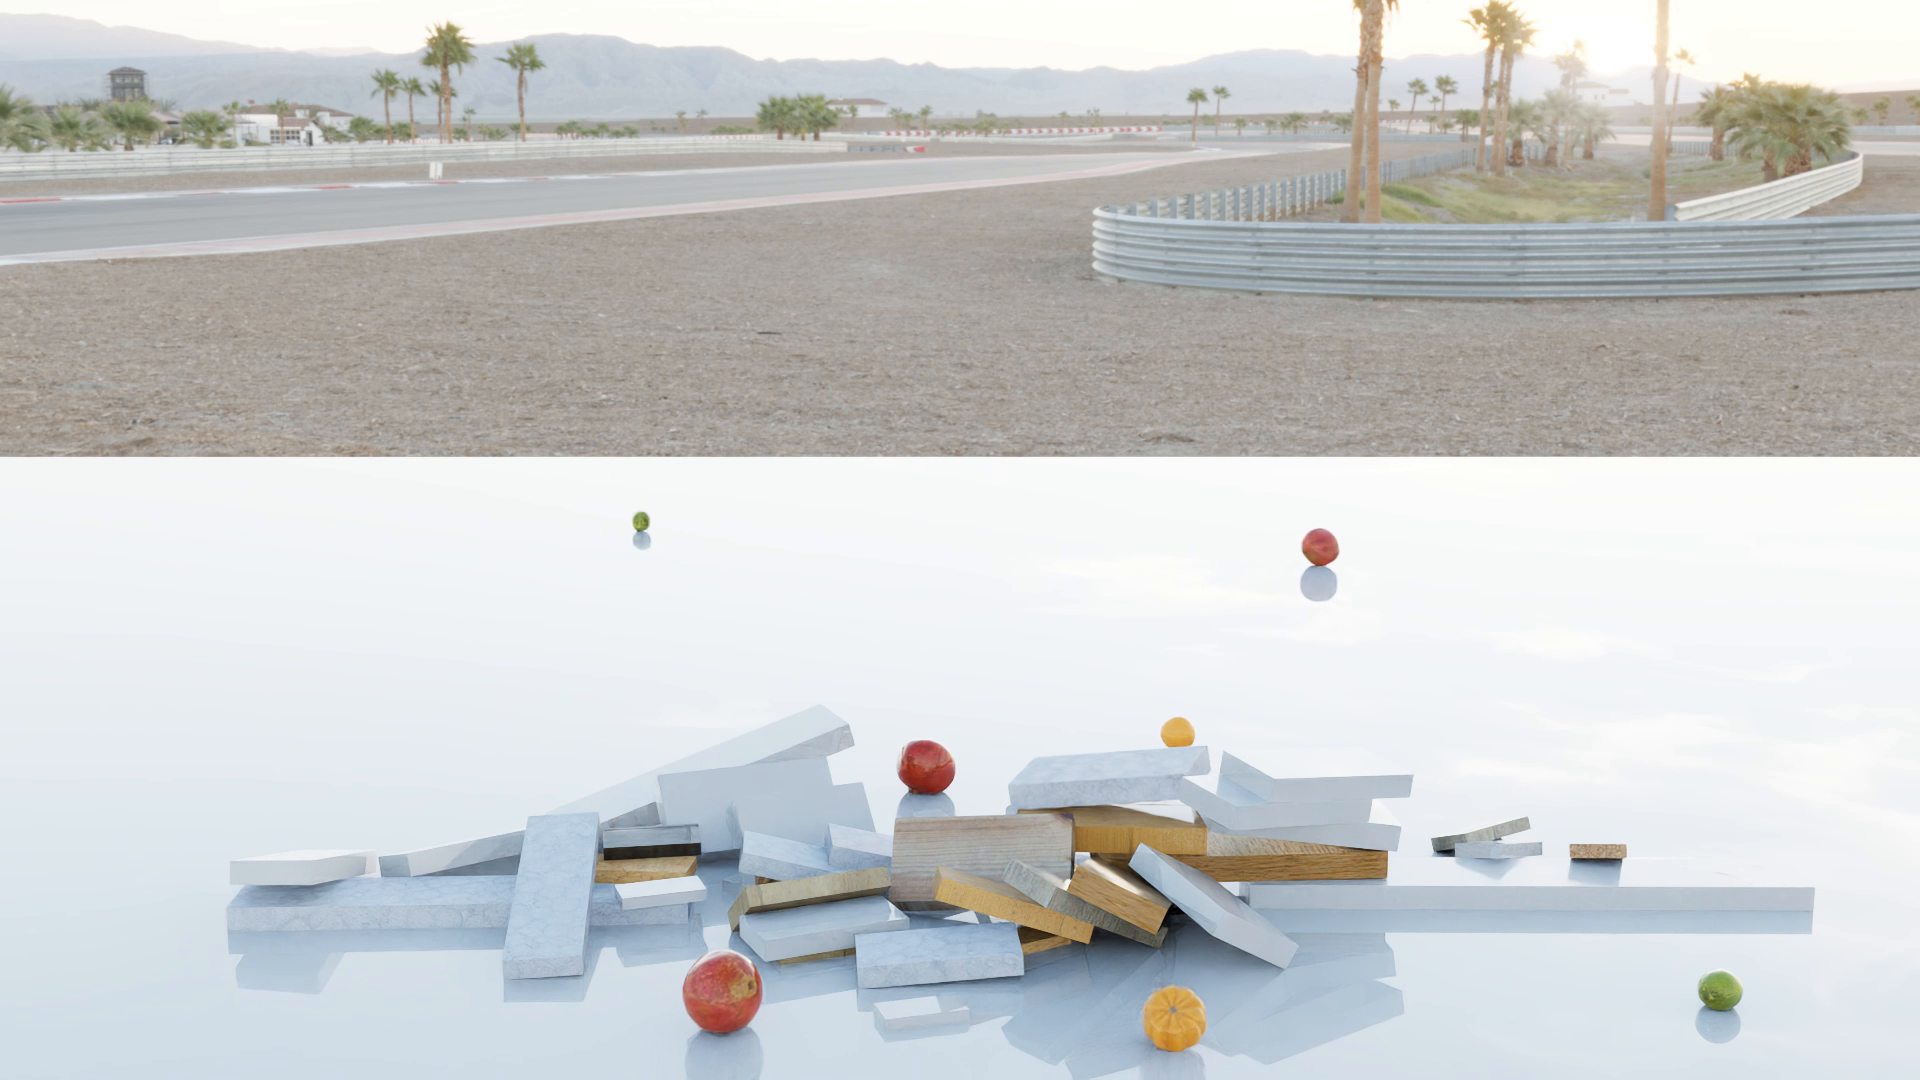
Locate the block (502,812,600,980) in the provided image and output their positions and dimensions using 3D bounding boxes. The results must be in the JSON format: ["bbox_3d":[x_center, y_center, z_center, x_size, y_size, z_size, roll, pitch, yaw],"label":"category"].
[{"bbox_3d":[-0.647,0.559,3.507,0.118,0.034,0.458,-3,21,-5],"label":"block"}]

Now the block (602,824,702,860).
[{"bbox_3d":[-0.518,0.507,3.695,0.161,0.023,0.081,-2,16,-10],"label":"block"}]

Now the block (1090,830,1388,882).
[{"bbox_3d":[0.462,0.524,3.680,0.475,0.045,0.158,-1,11,-3],"label":"block"}]

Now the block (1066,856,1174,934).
[{"bbox_3d":[0.255,0.549,3.413,0.148,0.042,0.295,25,-1,10],"label":"block"}]

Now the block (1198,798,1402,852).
[{"bbox_3d":[0.559,0.456,3.670,0.316,0.045,0.158,7,11,-7],"label":"block"}]

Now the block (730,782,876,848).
[{"bbox_3d":[-0.272,0.499,3.849,0.238,0.119,0.034,-5,-30,-22],"label":"block"}]

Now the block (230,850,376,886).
[{"bbox_3d":[-1.081,0.539,3.631,0.136,0.039,0.273,-1,-5,6],"label":"block"}]

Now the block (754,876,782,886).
[{"bbox_3d":[-0.273,0.567,3.663,0.136,0.019,0.068,11,9,-8],"label":"block"}]

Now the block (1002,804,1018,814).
[{"bbox_3d":[0.055,0.517,3.684,0.020,0.142,0.071,26,12,0],"label":"block"}]

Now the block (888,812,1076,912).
[{"bbox_3d":[0.037,0.524,3.578,0.295,0.148,0.042,-3,-32,11],"label":"block"}]

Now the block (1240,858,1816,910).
[{"bbox_3d":[0.934,0.571,3.659,0.919,0.041,0.143,0,11,1],"label":"block"}]

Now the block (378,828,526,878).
[{"bbox_3d":[-0.839,0.533,3.765,0.273,0.039,0.136,-8,-4,-36],"label":"block"}]

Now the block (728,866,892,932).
[{"bbox_3d":[-0.240,0.571,3.498,0.237,0.034,0.118,-5,-27,-24],"label":"block"}]

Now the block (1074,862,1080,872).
[{"bbox_3d":[0.194,0.551,3.653,0.099,0.014,0.050,18,9,0],"label":"block"}]

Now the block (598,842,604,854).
[{"bbox_3d":[-0.644,0.541,3.761,0.161,0.023,0.081,-4,-22,-19],"label":"block"}]

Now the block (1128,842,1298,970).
[{"bbox_3d":[0.393,0.569,3.438,0.148,0.042,0.295,28,2,-25],"label":"block"}]

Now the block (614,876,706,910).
[{"bbox_3d":[-0.481,0.566,3.532,0.136,0.019,0.068,-4,11,-19],"label":"block"}]

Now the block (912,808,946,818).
[{"bbox_3d":[-0.045,0.517,4.021,0.054,0.015,0.109,-4,11,-19],"label":"block"}]

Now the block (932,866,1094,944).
[{"bbox_3d":[0.081,0.568,3.434,0.247,0.035,0.123,17,-1,-4],"label":"block"}]

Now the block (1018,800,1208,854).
[{"bbox_3d":[0.254,0.478,3.693,0.316,0.045,0.158,0,11,5],"label":"block"}]

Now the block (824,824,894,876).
[{"bbox_3d":[-0.106,0.536,3.714,0.238,0.034,0.119,13,9,-9],"label":"block"}]

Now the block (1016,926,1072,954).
[{"bbox_3d":[0.105,0.625,3.435,0.124,0.018,0.062,-7,12,-32],"label":"block"}]

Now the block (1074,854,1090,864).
[{"bbox_3d":[0.151,0.550,3.773,0.142,0.020,0.071,10,12,8],"label":"block"}]

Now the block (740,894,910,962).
[{"bbox_3d":[-0.211,0.602,3.418,0.237,0.034,0.118,-5,12,-24],"label":"block"}]

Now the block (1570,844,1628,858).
[{"bbox_3d":[1.093,0.532,3.762,0.083,0.024,0.166,-3,-8,20],"label":"block"}]

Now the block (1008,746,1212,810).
[{"bbox_3d":[0.254,0.402,3.723,0.311,0.044,0.156,-6,10,21],"label":"block"}]

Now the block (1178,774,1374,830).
[{"bbox_3d":[0.516,0.423,3.587,0.286,0.041,0.143,1,13,-32],"label":"block"}]

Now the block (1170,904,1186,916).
[{"bbox_3d":[0.355,0.597,3.593,0.099,0.014,0.049,-2,11,-10],"label":"block"}]

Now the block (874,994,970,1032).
[{"bbox_3d":[-0.055,0.677,3.153,0.124,0.018,0.062,-3,11,-17],"label":"block"}]

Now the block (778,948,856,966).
[{"bbox_3d":[-0.196,0.628,3.416,0.191,0.018,0.062,-4,11,-22],"label":"block"}]

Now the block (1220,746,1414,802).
[{"bbox_3d":[0.587,0.385,3.619,0.286,0.041,0.143,2,13,-29],"label":"block"}]

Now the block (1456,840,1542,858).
[{"bbox_3d":[0.928,0.532,3.783,0.083,0.024,0.167,-4,-7,39],"label":"block"}]

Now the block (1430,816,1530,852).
[{"bbox_3d":[0.924,0.521,3.901,0.167,0.024,0.083,-8,-8,-36],"label":"block"}]

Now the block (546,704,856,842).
[{"bbox_3d":[-0.470,0.433,3.990,0.548,0.044,0.156,-21,17,-19],"label":"block"}]

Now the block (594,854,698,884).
[{"bbox_3d":[-0.581,0.544,3.642,0.278,0.023,0.081,1,11,5],"label":"block"}]

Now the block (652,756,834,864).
[{"bbox_3d":[-0.371,0.477,3.878,0.311,0.156,0.044,-4,-30,-22],"label":"block"}]

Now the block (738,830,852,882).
[{"bbox_3d":[-0.248,0.543,3.666,0.238,0.034,0.119,13,9,-6],"label":"block"}]

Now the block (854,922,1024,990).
[{"bbox_3d":[-0.033,0.627,3.324,0.247,0.035,0.123,-4,13,-4],"label":"block"}]

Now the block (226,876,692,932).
[{"bbox_3d":[-0.804,0.587,3.577,0.729,0.039,0.136,-1,11,-3],"label":"block"}]

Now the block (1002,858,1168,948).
[{"bbox_3d":[0.194,0.562,3.400,0.247,0.035,0.123,26,-1,-36],"label":"block"}]

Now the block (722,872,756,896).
[{"bbox_3d":[-0.329,0.572,3.713,0.068,0.019,0.136,8,13,38],"label":"block"}]
